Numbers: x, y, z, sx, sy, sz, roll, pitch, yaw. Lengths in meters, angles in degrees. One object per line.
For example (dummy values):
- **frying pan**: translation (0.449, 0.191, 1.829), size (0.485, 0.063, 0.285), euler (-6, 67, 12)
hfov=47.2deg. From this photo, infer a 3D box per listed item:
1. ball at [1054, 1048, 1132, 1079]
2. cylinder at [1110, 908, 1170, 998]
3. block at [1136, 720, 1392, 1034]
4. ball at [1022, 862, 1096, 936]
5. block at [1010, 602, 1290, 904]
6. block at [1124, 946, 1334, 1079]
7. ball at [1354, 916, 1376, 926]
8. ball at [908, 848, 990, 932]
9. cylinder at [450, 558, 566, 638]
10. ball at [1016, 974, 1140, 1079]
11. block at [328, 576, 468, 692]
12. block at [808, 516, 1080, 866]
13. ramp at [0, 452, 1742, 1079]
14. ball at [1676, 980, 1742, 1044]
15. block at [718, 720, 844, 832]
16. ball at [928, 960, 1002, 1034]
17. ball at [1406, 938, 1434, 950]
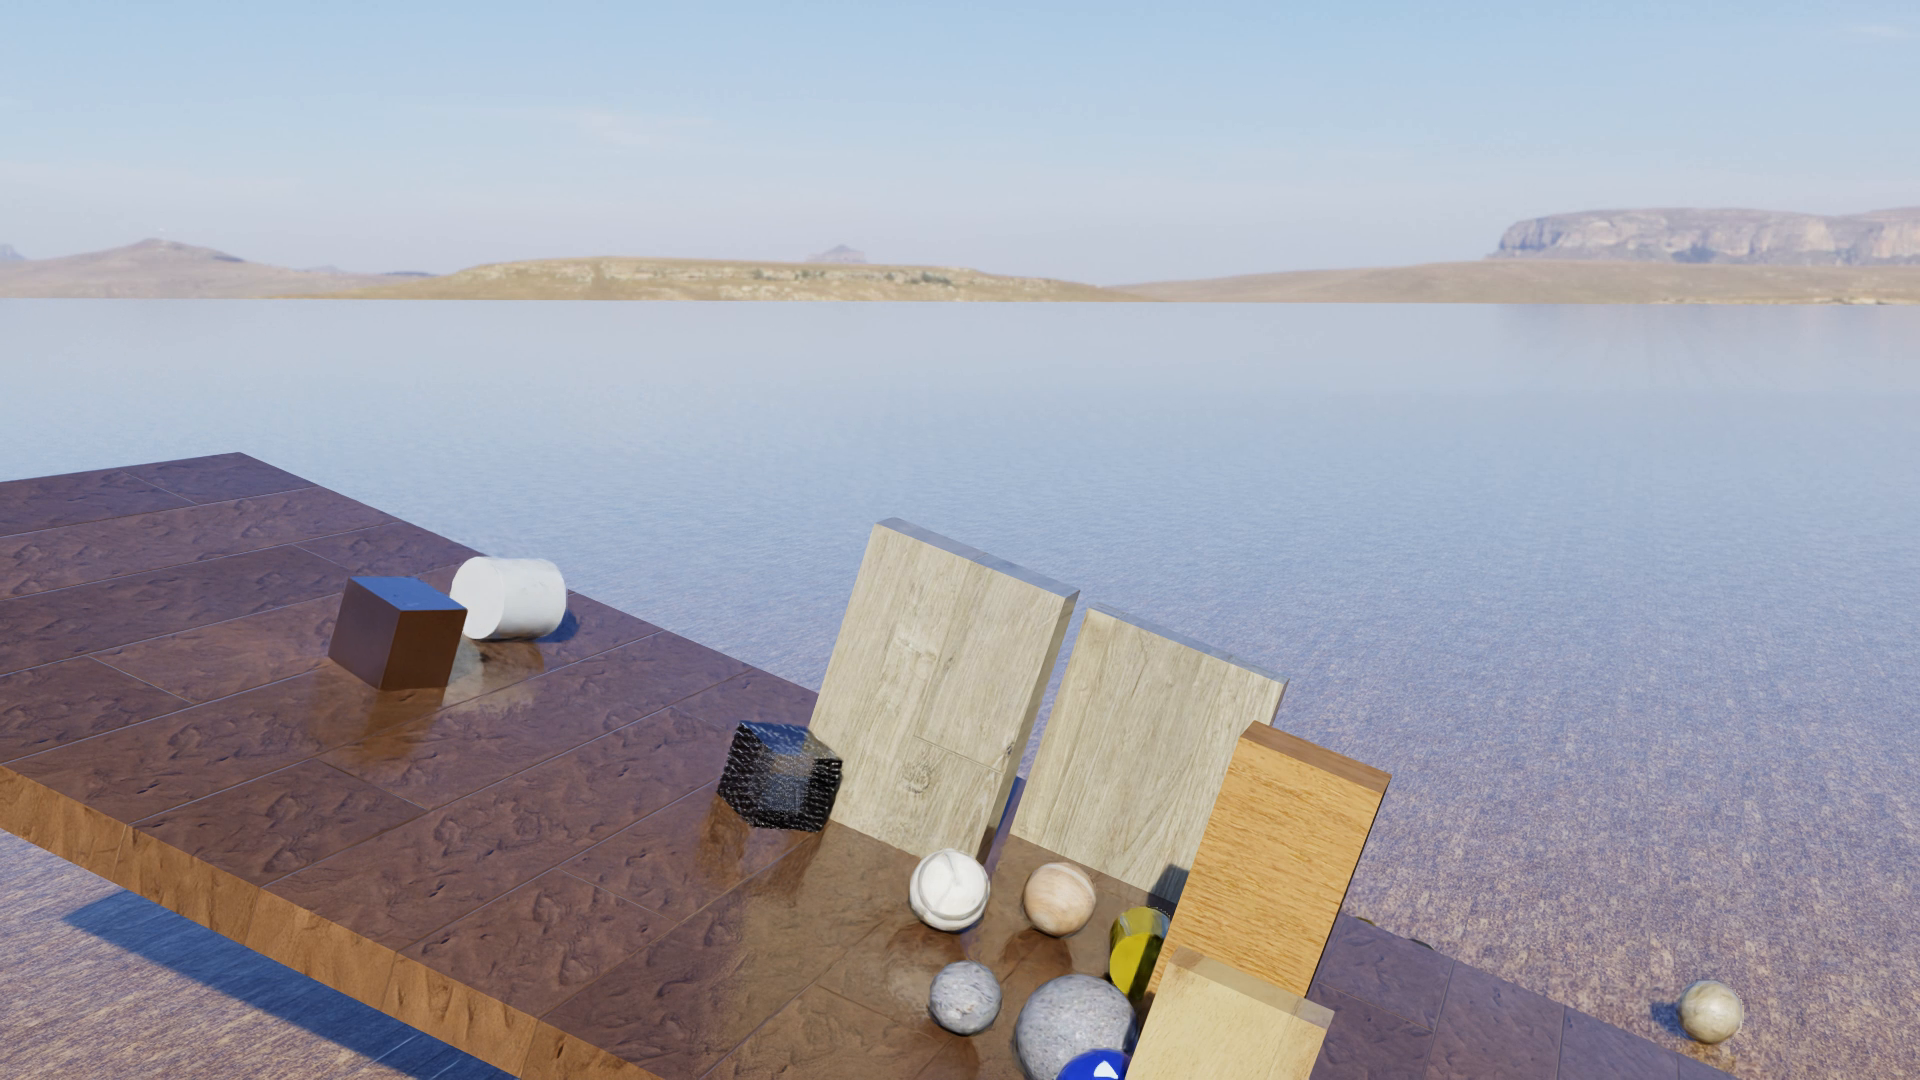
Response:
- **ball**: translation (0.223, 0.872, 3.391), size (0.173, 0.173, 0.173), euler (0, 7, 0)
- **cylinder**: translation (0.344, 0.772, 4.111), size (0.130, 0.130, 0.130), euler (0, 12, 4)
- **block**: translation (0.476, 0.649, 3.615), size (0.240, 0.648, 0.141), euler (21, 12, 14)
- **ball**: translation (0.190, 0.690, 4.227), size (0.142, 0.142, 0.142), euler (0, 7, 0)
- **block**: translation (0.398, 0.457, 4.656), size (0.438, 0.525, 0.091), euler (21, 12, 14)
- **block**: translation (0.358, 0.831, 3.214), size (0.243, 0.404, 0.084), euler (21, 12, 14)
- **ball**: translation (0.931, 0.966, 5.199), size (0.152, 0.152, 0.152), euler (0, 7, 0)
- **ball**: translation (-0.019, 0.649, 4.077), size (0.151, 0.151, 0.151), euler (0, 7, 0)
- **cylinder**: translation (-1.000, 0.129, 4.873), size (0.179, 0.179, 0.179), euler (5, 2, 37)
- **ball**: translation (0.191, 0.806, 3.564), size (0.203, 0.203, 0.203), euler (0, 7, 0)
- **block**: translation (-1.133, 0.187, 4.432), size (0.172, 0.172, 0.172), euler (26, 14, 33)
- **block**: translation (-0.058, 0.313, 4.424), size (0.412, 0.606, 0.122), euler (21, 12, 14)
- **ramp**: translation (-0.346, 0.644, 4.219), size (4.000, 0.100, 2.000), euler (21, 12, 14)
- **ball**: translation (1.807, 1.138, 5.304), size (0.150, 0.150, 0.150), euler (0, 7, 0)
- **block**: translation (-0.358, 0.469, 4.361), size (0.158, 0.158, 0.158), euler (9, 15, -37)
- **ball**: translation (0.009, 0.764, 3.674), size (0.122, 0.122, 0.122), euler (0, 7, 0)
- **ball**: translation (1.137, 1.095, 5.565), size (0.172, 0.172, 0.172), euler (0, 7, 0)
